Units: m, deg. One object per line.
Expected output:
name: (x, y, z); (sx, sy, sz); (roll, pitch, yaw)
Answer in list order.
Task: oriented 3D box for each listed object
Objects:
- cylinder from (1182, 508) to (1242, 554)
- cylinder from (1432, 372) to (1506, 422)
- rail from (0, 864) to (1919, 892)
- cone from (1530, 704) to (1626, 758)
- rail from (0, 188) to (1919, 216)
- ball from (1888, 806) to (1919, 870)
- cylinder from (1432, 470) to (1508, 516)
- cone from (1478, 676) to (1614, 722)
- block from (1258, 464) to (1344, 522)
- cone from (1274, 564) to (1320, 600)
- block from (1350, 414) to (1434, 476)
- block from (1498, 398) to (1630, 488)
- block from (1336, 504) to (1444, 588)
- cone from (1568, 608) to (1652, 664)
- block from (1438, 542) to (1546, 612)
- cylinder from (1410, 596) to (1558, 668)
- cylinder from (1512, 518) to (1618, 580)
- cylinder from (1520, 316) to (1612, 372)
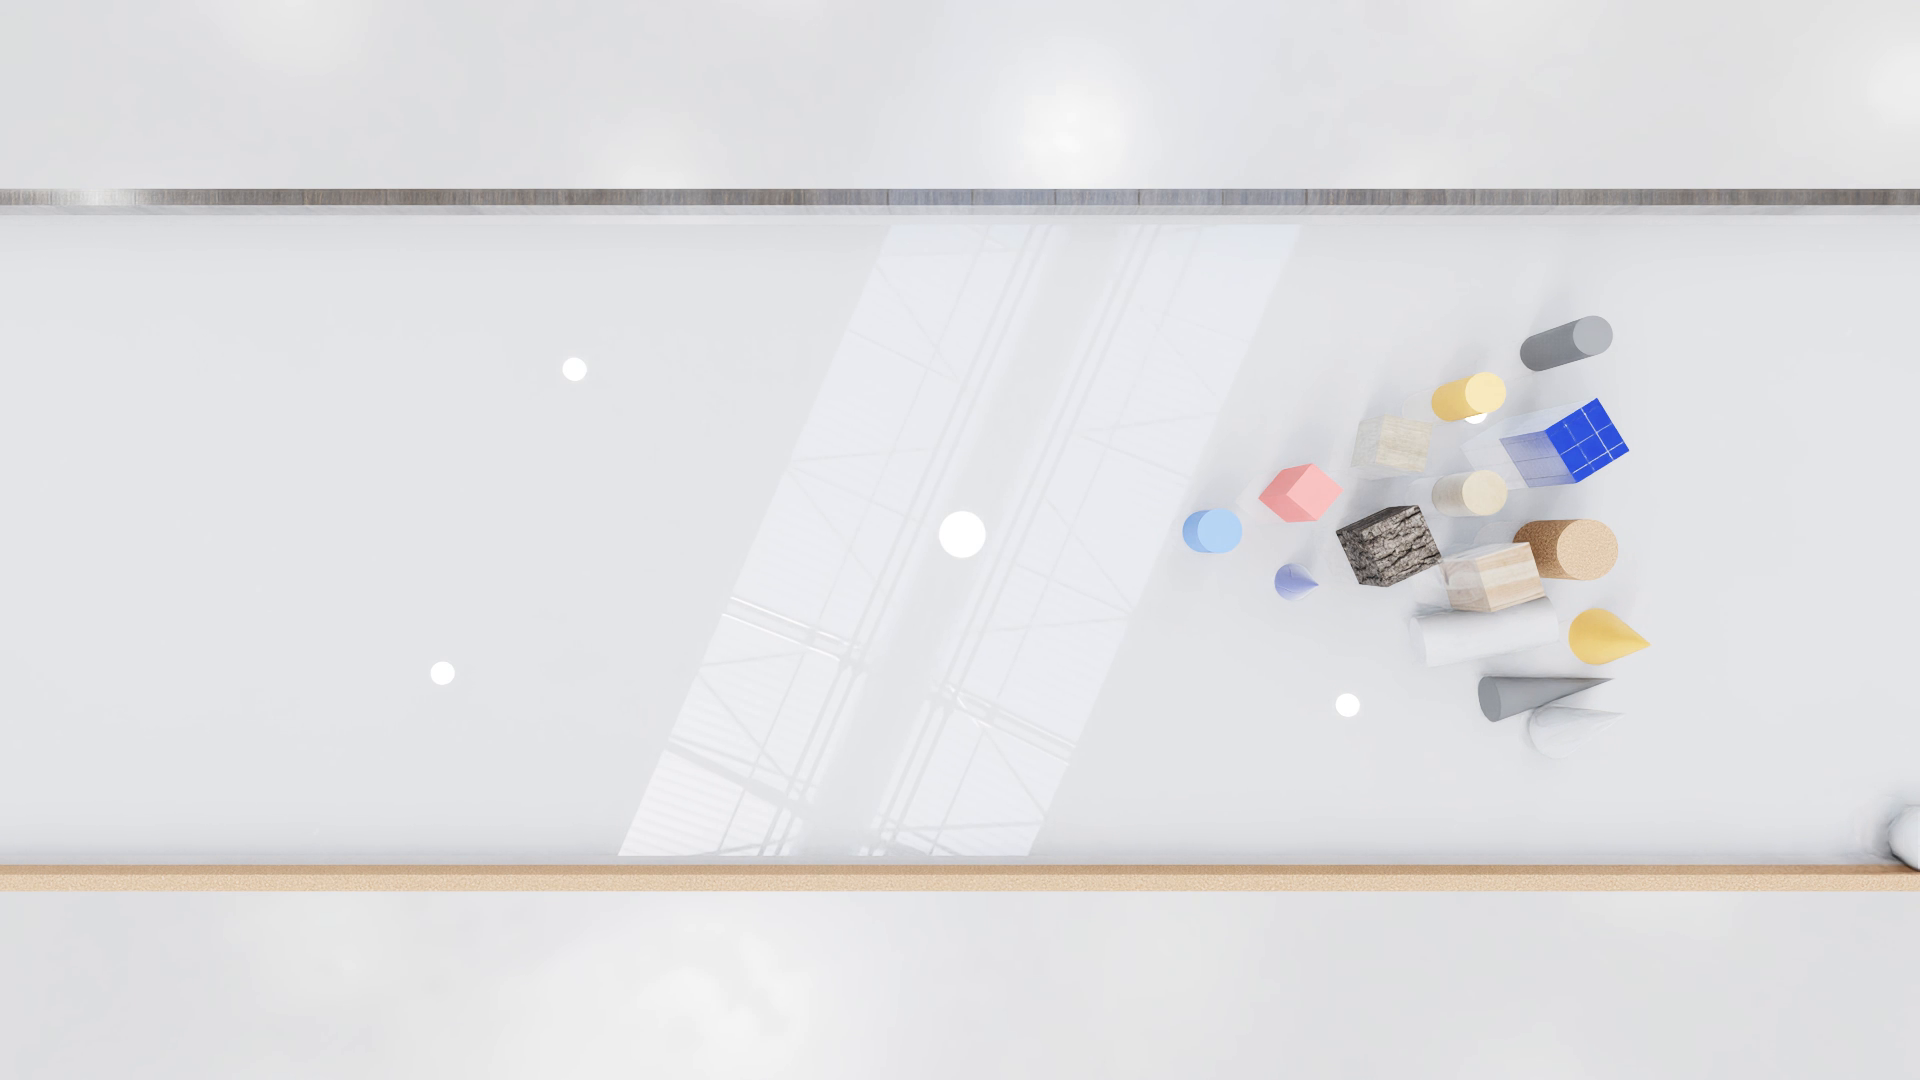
cylinder: (0.749, -0.026, 4.915); (0.130, 0.324, 0.130); (0, 90, 0)
cylinder: (1.510, -0.423, 4.907); (0.117, 0.340, 0.117); (0, 90, 0)
rail: (-2.247, 1.025, 5.001); (12.000, 0.150, 0.050); (0, 90, 0)
cone: (1.862, 0.541, 4.879); (0.167, 0.358, 0.167); (4, 75, -14)
rail: (-2.247, -1.025, 5.002); (12.000, 0.150, 0.050); (0, 90, 0)
ball: (2.916, 0.901, 4.978); (0.198, 0.198, 0.198); (0, 90, 0)
cylinder: (1.517, -0.137, 4.921); (0.131, 0.311, 0.131); (0, 90, 0)
cone: (1.814, 0.455, 5.042); (0.423, 0.141, 0.141); (-8, 90, -9)
block: (0.998, -0.135, 4.856); (0.116, 0.440, 0.116); (40, 90, 0)
cone: (1.025, 0.129, 4.891); (0.116, 0.370, 0.116); (0, 90, 0)
block: (1.286, -0.280, 4.925); (0.144, 0.303, 0.144); (11, 90, 0)
block: (1.780, -0.282, 4.879); (0.177, 0.395, 0.177); (-32, 90, 0)
block: (1.274, 0.018, 4.911); (0.180, 0.331, 0.180); (-24, 90, 0)
cone: (1.960, 0.298, 4.872); (0.175, 0.409, 0.175); (0, 90, 0)
block: (1.566, 0.109, 4.882); (0.159, 0.386, 0.159); (-17, 89, 0)
cylinder: (1.585, 0.277, 4.998); (0.401, 0.156, 0.156); (-10, 90, 0)
cylinder: (1.786, 0.028, 4.885); (0.176, 0.384, 0.176); (0, 90, 0)
cylinder: (1.780, -0.576, 4.856); (0.113, 0.440, 0.113); (0, 90, 0)
